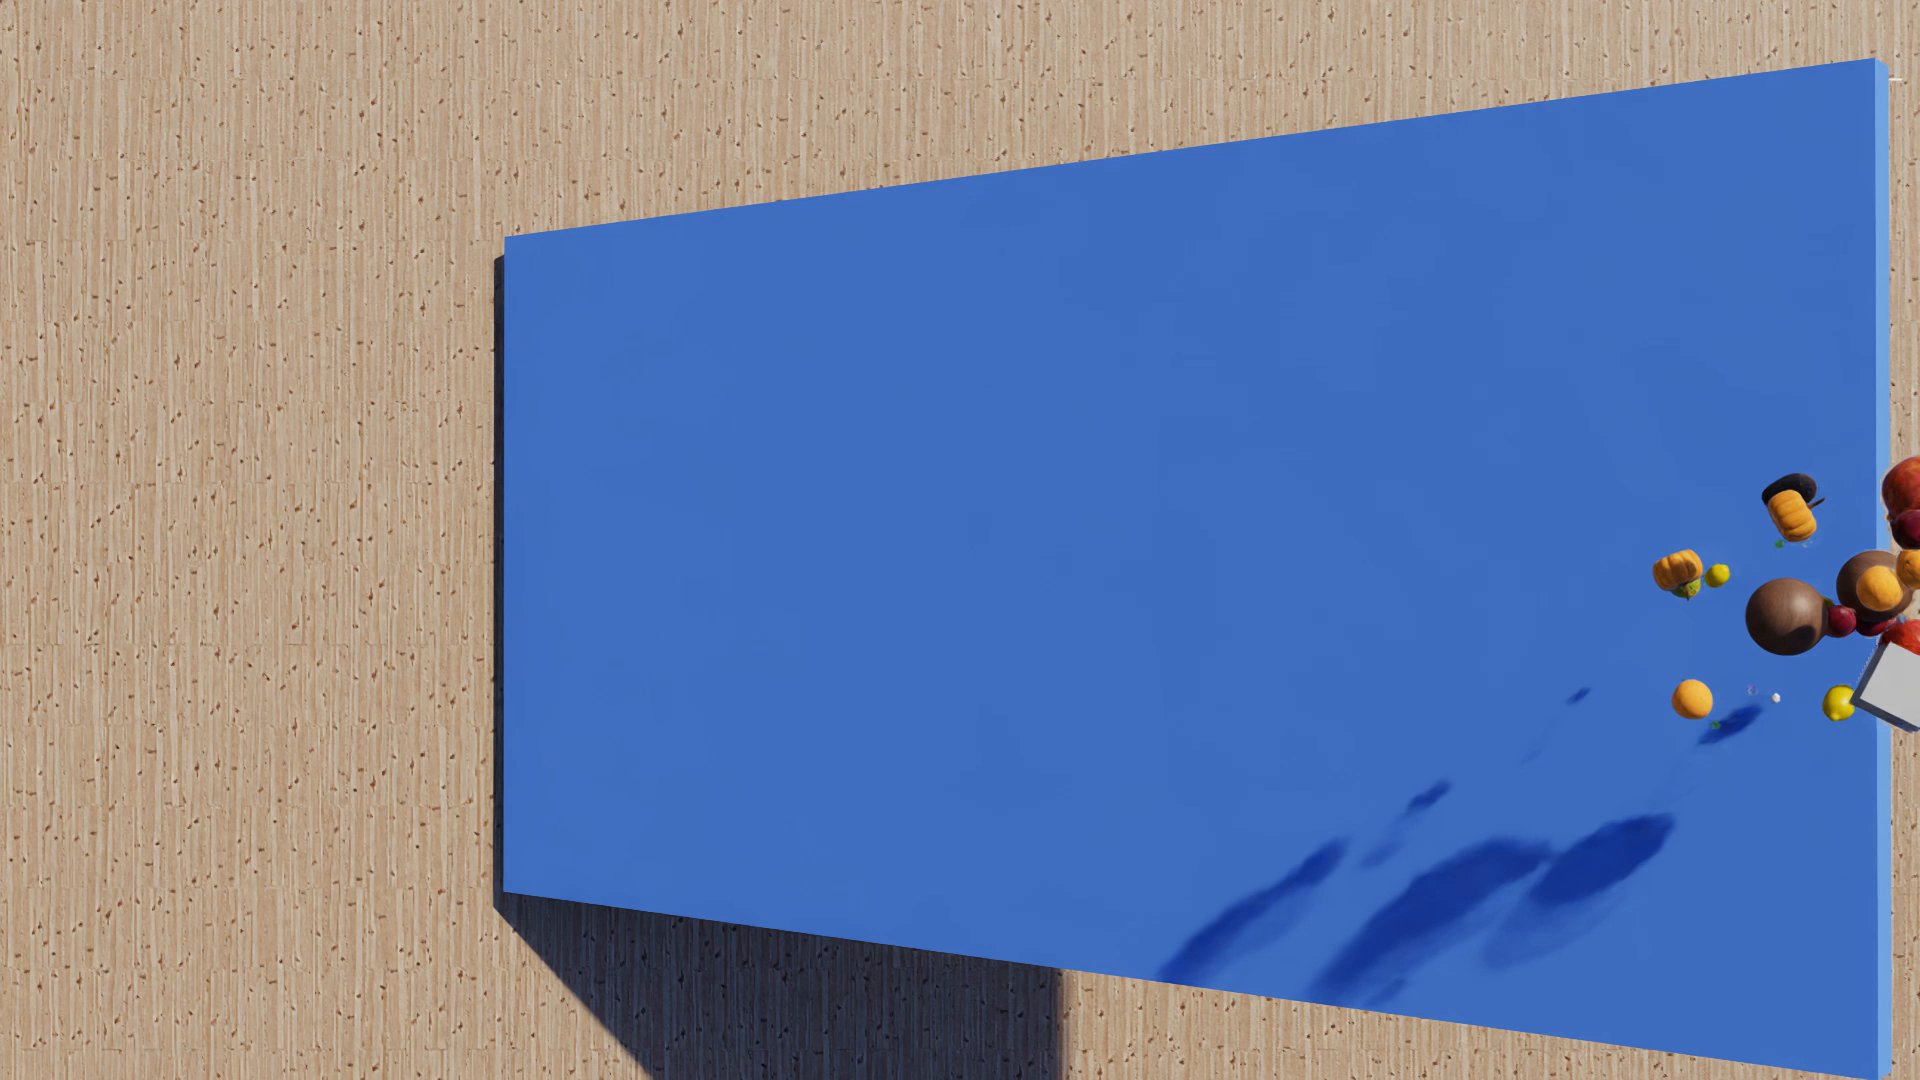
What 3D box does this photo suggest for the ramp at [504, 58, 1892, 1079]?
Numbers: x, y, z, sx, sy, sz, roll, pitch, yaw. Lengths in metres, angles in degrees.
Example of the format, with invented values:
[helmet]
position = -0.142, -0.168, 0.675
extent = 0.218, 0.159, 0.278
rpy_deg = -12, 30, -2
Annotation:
[ramp]
position = 0.229, 0.065, 5.547
extent = 4.000, 0.100, 2.000
rpy_deg = 0, 89, 37

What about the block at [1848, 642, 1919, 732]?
[block]
position = 1.461, 0.230, 3.419
extent = 0.100, 0.100, 0.100
rpy_deg = 28, 88, 15
